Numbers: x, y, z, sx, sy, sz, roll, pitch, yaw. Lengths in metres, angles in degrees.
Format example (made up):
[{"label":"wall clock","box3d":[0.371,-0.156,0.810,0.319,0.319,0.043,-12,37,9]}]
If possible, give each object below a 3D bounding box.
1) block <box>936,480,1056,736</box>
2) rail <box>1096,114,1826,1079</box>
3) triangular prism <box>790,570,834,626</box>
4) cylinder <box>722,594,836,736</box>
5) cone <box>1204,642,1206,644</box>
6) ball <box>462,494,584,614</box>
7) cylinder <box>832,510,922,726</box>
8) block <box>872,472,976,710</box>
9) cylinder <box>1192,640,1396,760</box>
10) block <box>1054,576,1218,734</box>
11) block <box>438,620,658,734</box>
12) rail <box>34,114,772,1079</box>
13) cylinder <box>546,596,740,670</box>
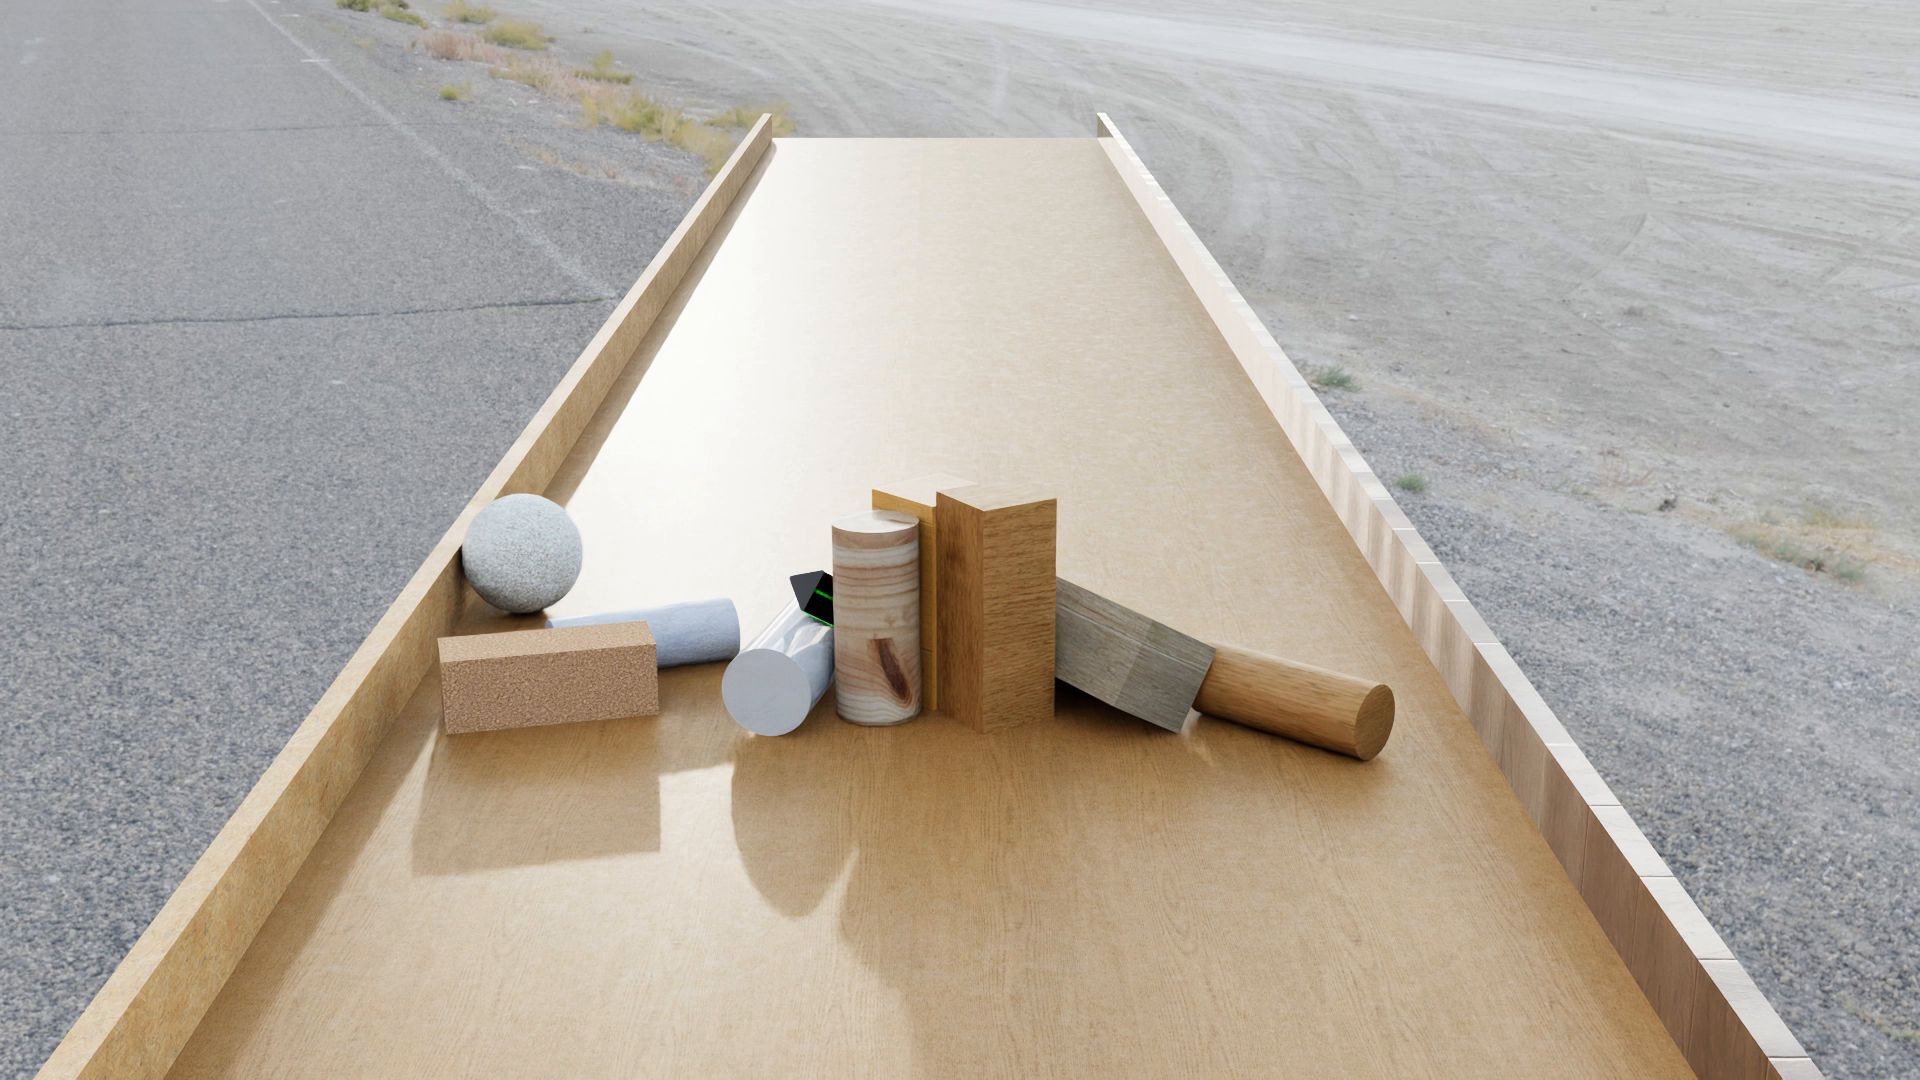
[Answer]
[{"label":"block","box3d":[0.066,0.122,4.068,0.159,0.427,0.159,-10,19,-31]},{"label":"rail","box3d":[0.932,-0.844,7.801,0.050,0.150,12.000,0,17,-1]},{"label":"triangular prism","box3d":[-0.172,0.139,4.257,0.359,0.076,0.087,29,30,-46]},{"label":"cylinder","box3d":[-0.308,0.218,4.197,0.170,0.170,0.427,3,17,12]},{"label":"cone","box3d":[0.543,0.253,4.289,0.456,0.101,0.101,14,21,23]},{"label":"ball","box3d":[-0.931,0.029,4.683,0.255,0.255,0.255,0,17,0]},{"label":"cylinder","box3d":[-0.154,0.144,4.089,0.162,0.370,0.162,0,15,0]},{"label":"block","box3d":[-0.045,0.095,4.206,0.173,0.399,0.173,-14,22,-40]},{"label":"cylinder","box3d":[0.600,0.289,4.010,0.360,0.139,0.139,14,22,39]},{"label":"block","box3d":[0.256,0.195,4.161,0.171,0.171,0.442,25,0,-36]},{"label":"block","box3d":[-0.772,0.255,4.123,0.391,0.140,0.140,-4,17,-15]},{"label":"rail","box3d":[-1.118,-0.838,7.780,0.050,0.150,12.000,0,17,-1]},{"label":"cylinder","box3d":[-0.626,0.196,4.346,0.363,0.126,0.126,-7,18,-22]}]
